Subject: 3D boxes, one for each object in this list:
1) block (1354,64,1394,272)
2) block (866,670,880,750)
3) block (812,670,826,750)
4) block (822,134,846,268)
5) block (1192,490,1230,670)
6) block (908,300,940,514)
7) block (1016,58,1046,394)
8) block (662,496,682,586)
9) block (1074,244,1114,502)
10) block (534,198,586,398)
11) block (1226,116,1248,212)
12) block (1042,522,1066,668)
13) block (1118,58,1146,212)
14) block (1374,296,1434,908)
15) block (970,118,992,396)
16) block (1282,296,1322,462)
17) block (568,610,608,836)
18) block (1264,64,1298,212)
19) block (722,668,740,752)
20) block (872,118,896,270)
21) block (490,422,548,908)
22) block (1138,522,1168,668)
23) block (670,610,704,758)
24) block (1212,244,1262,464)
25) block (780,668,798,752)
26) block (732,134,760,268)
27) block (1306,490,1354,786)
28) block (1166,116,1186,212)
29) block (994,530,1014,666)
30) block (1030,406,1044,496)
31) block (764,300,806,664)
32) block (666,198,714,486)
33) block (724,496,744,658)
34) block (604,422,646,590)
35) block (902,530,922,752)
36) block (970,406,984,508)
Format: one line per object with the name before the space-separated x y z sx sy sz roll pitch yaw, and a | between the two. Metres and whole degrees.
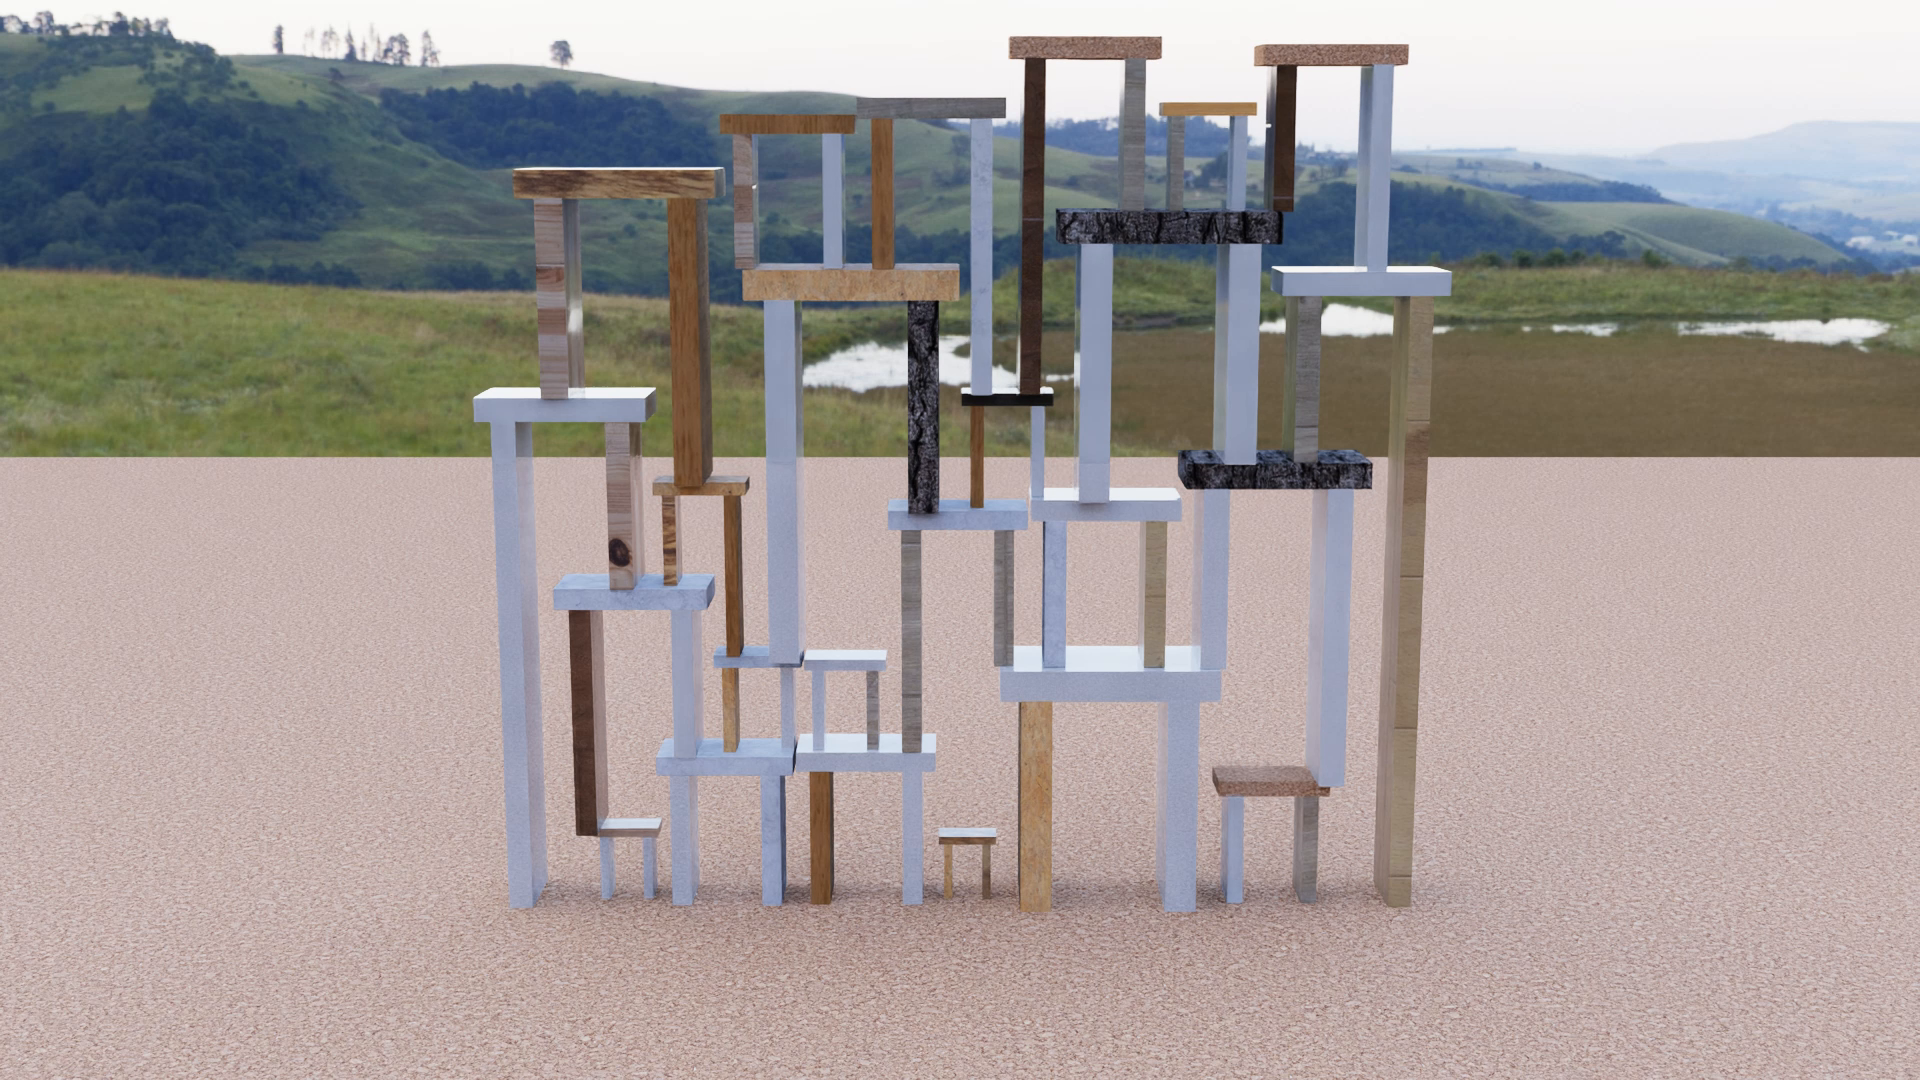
block | 0.649 -0.583 3.449 0.031 0.315 0.111 0 11 0
block | -0.142 0.271 3.606 0.019 0.132 0.066 0 11 0
block | -0.230 0.271 3.606 0.019 0.132 0.066 0 11 0
block | -0.198 -0.534 3.462 0.029 0.207 0.103 0 11 0
block | 0.406 0.050 3.567 0.041 0.293 0.146 0 10 0
block | -0.058 -0.221 3.520 0.047 0.335 0.167 0 11 0
block | 0.112 -0.494 3.474 0.033 0.518 0.116 0 11 -1
block | -0.465 -0.005 3.555 0.021 0.148 0.074 0 11 0
block | 0.211 -0.273 3.506 0.049 0.404 0.171 0 11 0
block | -0.634 -0.388 3.488 0.044 0.310 0.155 0 11 0
block | 0.435 -0.591 3.452 0.021 0.146 0.073 0 11 0
block | 0.153 0.077 3.571 0.034 0.239 0.120 0 11 0
block | 0.269 -0.634 3.446 0.033 0.232 0.116 0 11 0
block | 0.720 0.099 3.578 0.037 0.999 0.131 0 11 0
block | 0.033 -0.448 3.473 0.033 0.427 0.115 0 11 -1
block | 0.545 -0.263 3.510 0.037 0.262 0.131 0 11 0
block | -0.609 0.286 3.612 0.035 0.376 0.122 0 11 0
block | 0.501 -0.628 3.440 0.031 0.222 0.111 0 11 0
block | -0.376 0.271 3.615 0.020 0.142 0.071 0 11 0
block | -0.120 -0.544 3.454 0.033 0.230 0.115 0 11 0
block | -0.719 0.196 3.595 0.038 0.801 0.135 0 11 0
block | 0.312 0.077 3.571 0.034 0.239 0.120 0 11 0
block | -0.446 0.221 3.600 0.035 0.245 0.122 0 11 0
block | 0.440 -0.302 3.500 0.049 0.343 0.171 0 11 0
block | -0.281 0.271 3.615 0.020 0.142 0.071 0 11 0
block | -0.336 -0.534 3.461 0.029 0.207 0.104 0 11 0
block | 0.601 0.146 3.585 0.041 0.488 0.146 0 11 0
block | 0.338 -0.591 3.452 0.021 0.146 0.073 0 11 0
block | 0.071 0.084 3.577 0.032 0.223 0.112 0 11 0
block | 0.124 -0.147 3.537 0.021 0.146 0.073 0 11 0
block | -0.281 -0.102 3.541 0.047 0.577 0.167 0 11 0
block | -0.428 -0.319 3.500 0.044 0.448 0.155 0 11 0
block | -0.367 0.052 3.565 0.021 0.265 0.074 0 11 0
block | -0.539 -0.065 3.546 0.038 0.269 0.135 0 11 0
block | -0.078 0.155 3.589 0.032 0.367 0.112 0 11 0
block | 0.027 -0.139 3.540 0.021 0.164 0.073 0 11 -1
